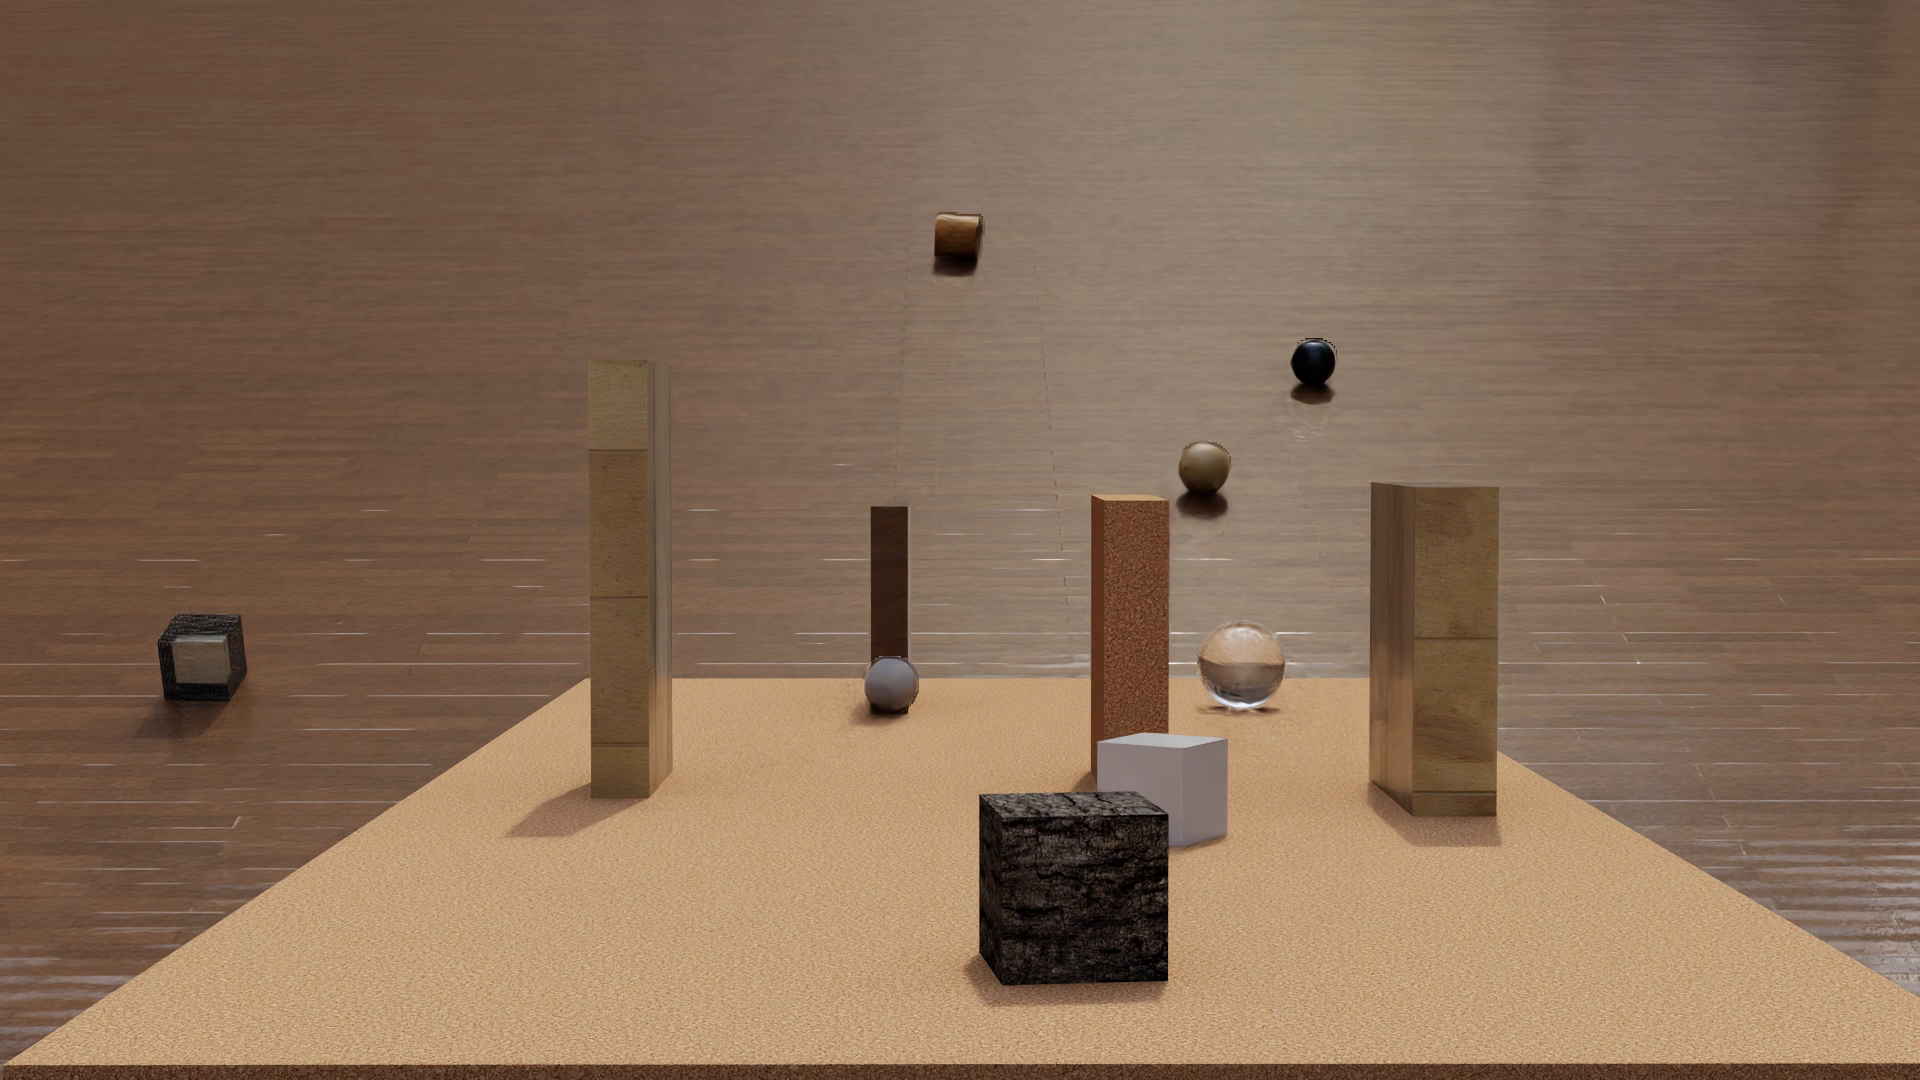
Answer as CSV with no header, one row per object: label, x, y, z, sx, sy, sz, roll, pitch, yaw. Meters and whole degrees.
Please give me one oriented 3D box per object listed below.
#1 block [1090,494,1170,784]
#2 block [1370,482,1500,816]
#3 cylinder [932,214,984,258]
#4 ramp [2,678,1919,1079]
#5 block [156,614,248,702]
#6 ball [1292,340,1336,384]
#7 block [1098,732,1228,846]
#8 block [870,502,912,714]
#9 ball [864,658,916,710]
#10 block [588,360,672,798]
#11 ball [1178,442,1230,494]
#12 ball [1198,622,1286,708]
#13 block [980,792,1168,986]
block,0.297,0.179,4.546,0.109,0.509,0.417,0,2,0
block,0.802,0.172,4.388,0.136,0.534,0.444,0,2,0
cylinder,-0.008,-1.196,10.158,0.164,0.164,0.164,-2,22,18
ramp,0.053,0.484,4.539,2.000,0.100,4.000,0,2,0
block,-1.961,0.304,6.668,0.168,0.168,0.168,0,23,1
ball,1.210,-0.608,8.815,0.152,0.152,0.152,0,23,0
block,0.313,0.383,3.976,0.148,0.148,0.148,1,3,33
block,-0.157,0.147,5.900,0.082,0.460,0.402,0,2,0
ball,-0.153,0.317,5.648,0.117,0.117,0.117,0,23,0
block,-0.580,0.060,4.559,0.099,0.746,0.363,0,2,0
ball,0.749,-0.219,7.901,0.158,0.158,0.158,0,23,0
ball,0.635,0.284,5.806,0.194,0.194,0.194,0,23,0
block,0.130,0.402,3.002,0.190,0.190,0.190,0,2,-7
